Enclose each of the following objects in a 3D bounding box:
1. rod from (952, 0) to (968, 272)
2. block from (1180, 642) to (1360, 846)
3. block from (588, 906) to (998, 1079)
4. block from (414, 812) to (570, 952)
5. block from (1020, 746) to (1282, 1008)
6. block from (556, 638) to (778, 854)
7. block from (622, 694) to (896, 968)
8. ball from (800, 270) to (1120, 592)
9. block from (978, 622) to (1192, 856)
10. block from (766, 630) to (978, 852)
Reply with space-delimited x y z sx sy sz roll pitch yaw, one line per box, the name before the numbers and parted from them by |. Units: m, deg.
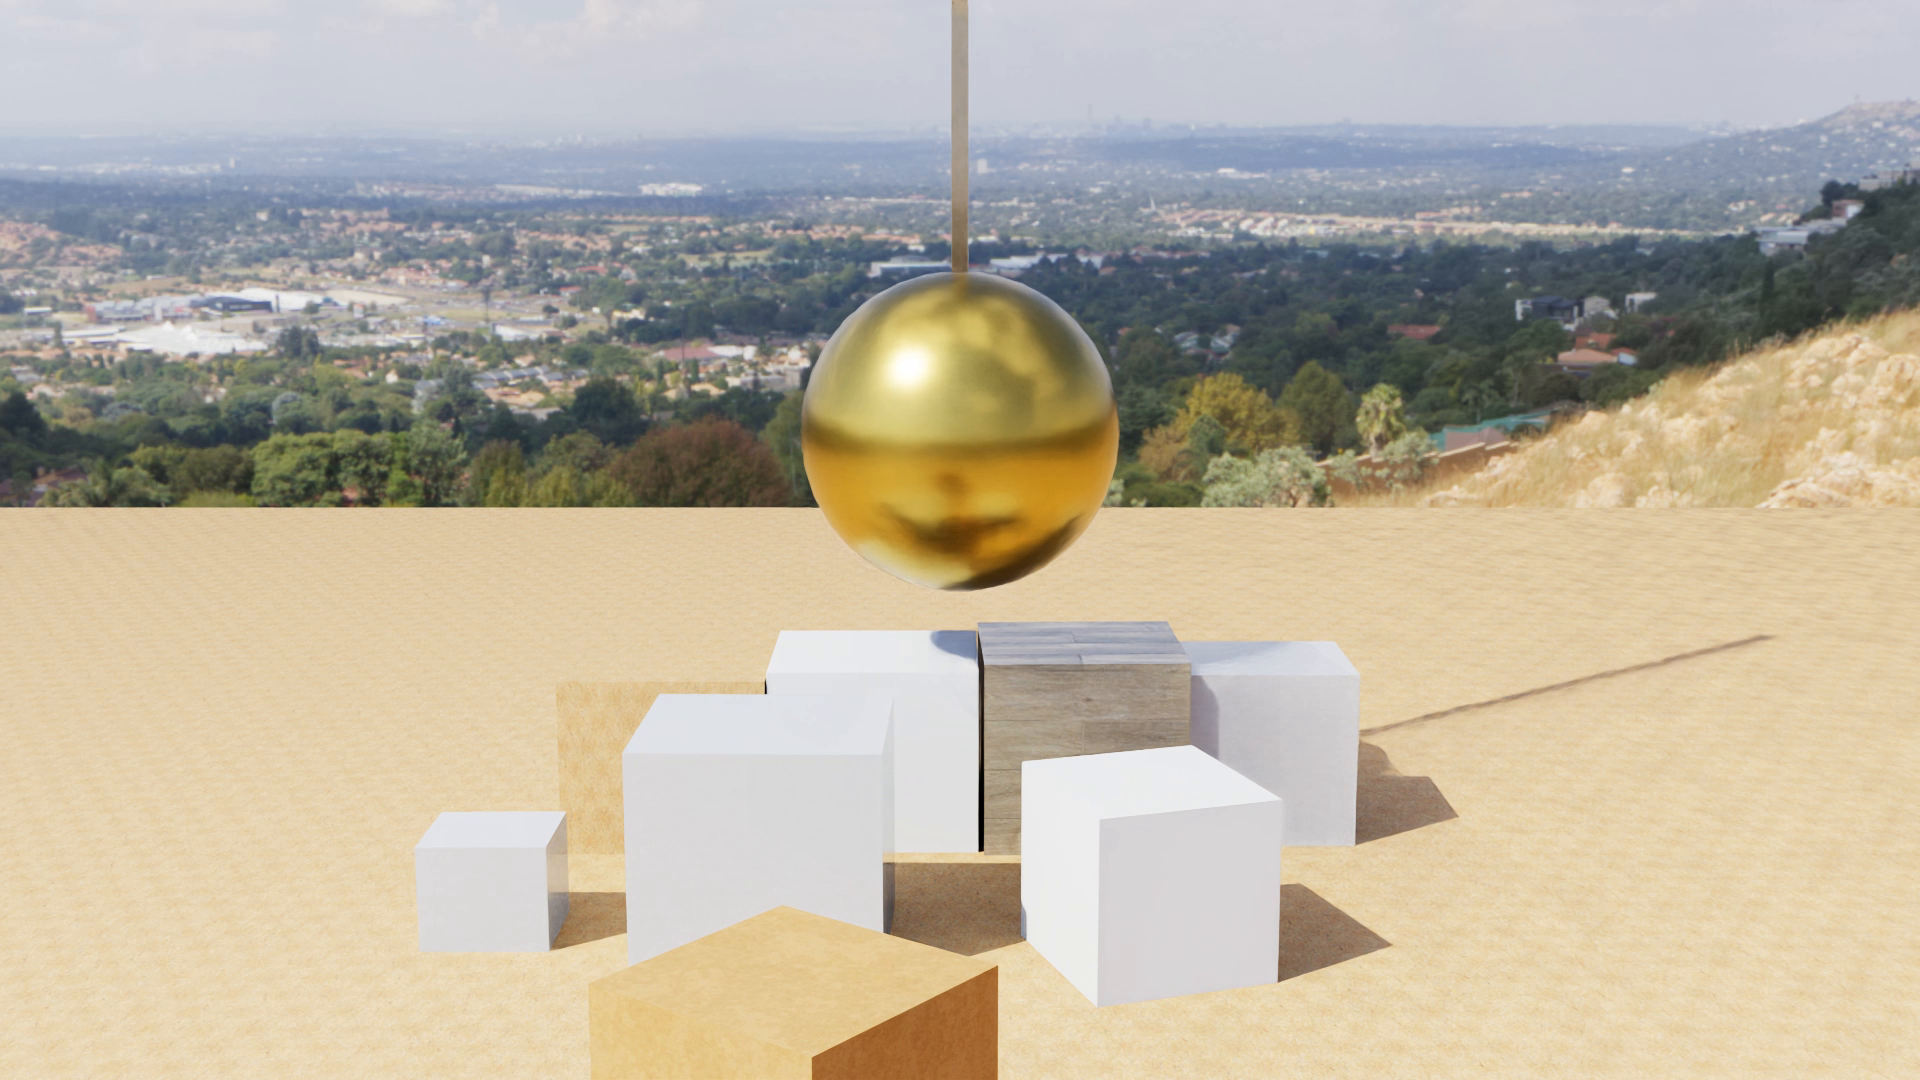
rod | 0.000 -3.895 10.440 0.080 5.200 0.080 0 10 0
block | 1.559 1.040 11.374 0.859 0.884 0.752 0 10 0
block | -0.535 1.821 7.221 0.951 0.833 0.931 8 13 37
block | -2.086 1.524 9.852 0.570 0.476 0.520 0 10 0
block | 0.807 1.423 9.490 0.824 0.804 0.885 -4 11 -19
block | -1.474 1.043 11.363 1.025 0.883 0.980 0 10 0
block | -0.855 1.287 9.721 1.082 0.990 0.996 0 10 1
ball | 0.000 -0.543 11.007 1.600 1.600 1.600 0 10 0
block | 0.613 1.001 11.337 1.015 0.974 0.966 0 10 -2
block | -0.433 1.022 11.357 1.043 0.925 0.939 0 10 0
